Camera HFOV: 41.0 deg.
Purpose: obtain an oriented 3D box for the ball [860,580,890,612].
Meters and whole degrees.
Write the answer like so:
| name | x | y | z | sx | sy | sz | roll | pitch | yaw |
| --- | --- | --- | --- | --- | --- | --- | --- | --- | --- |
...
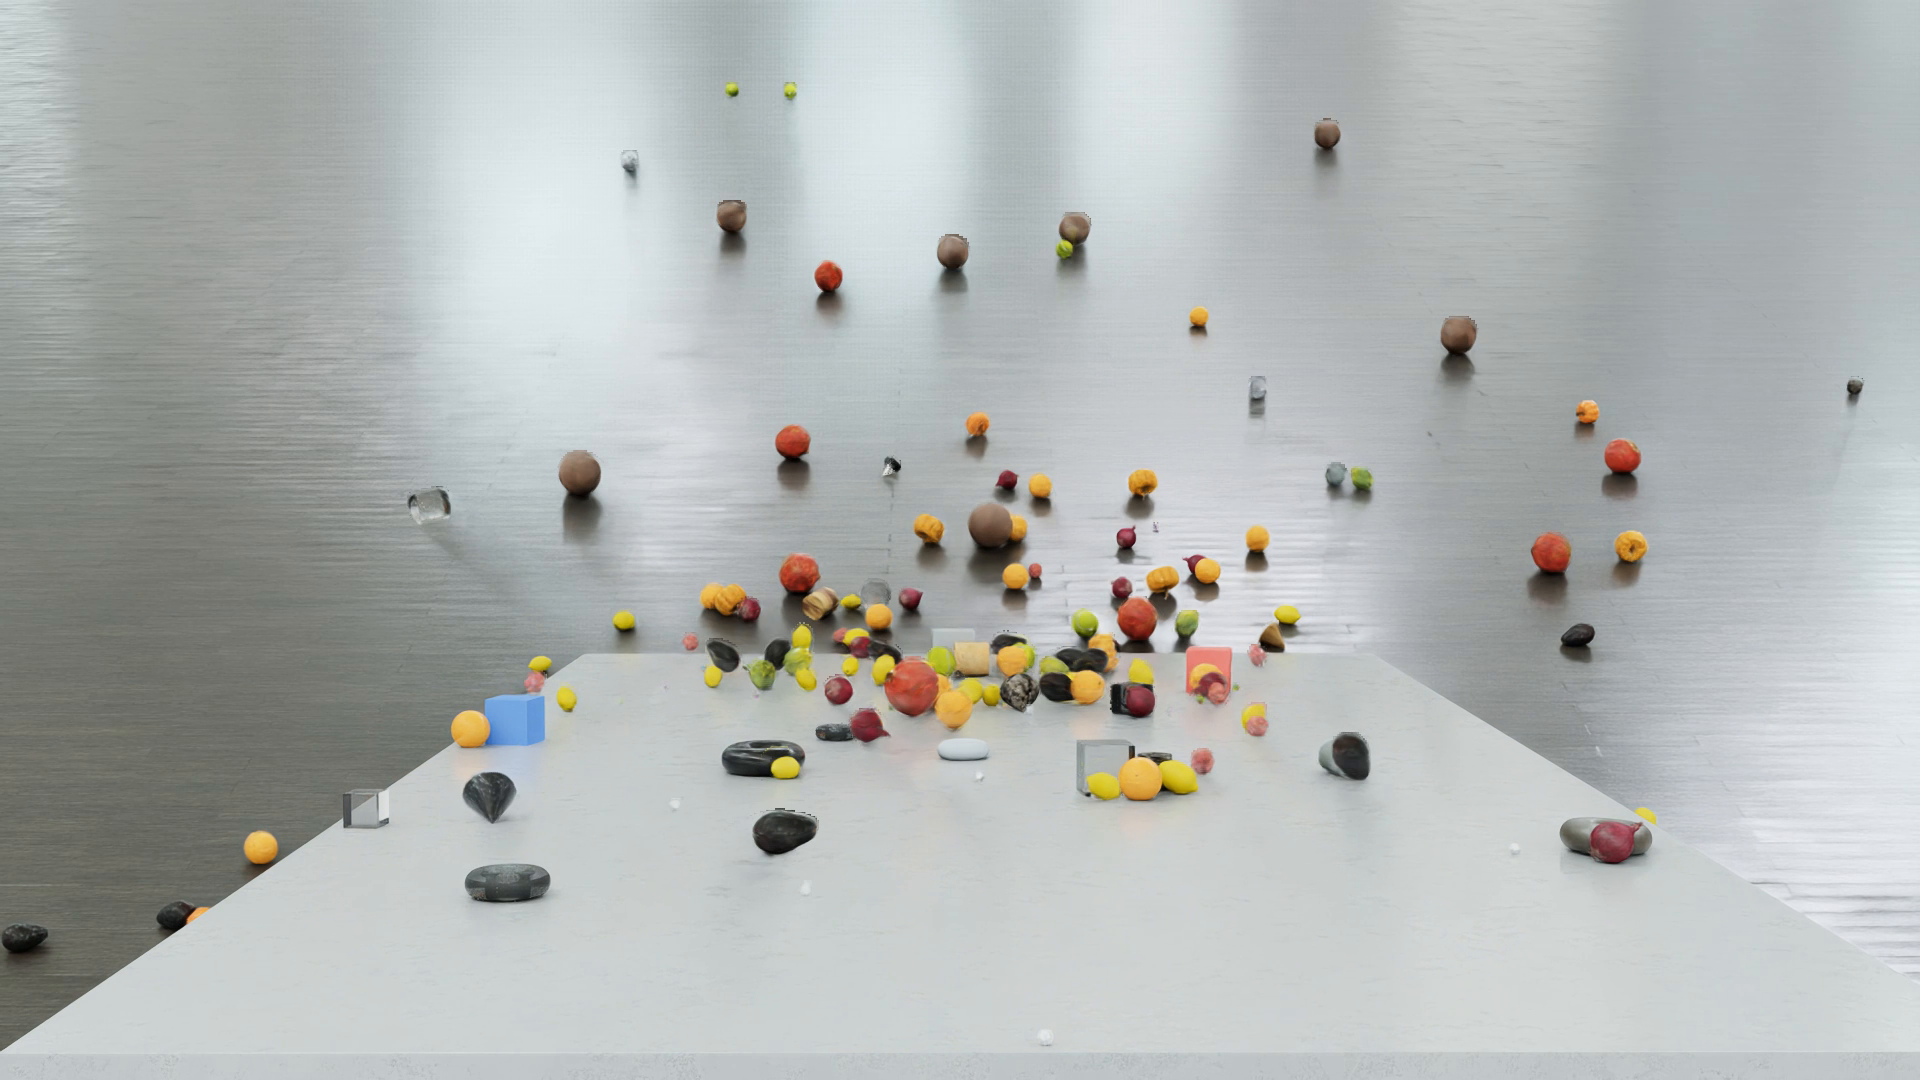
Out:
| name | x | y | z | sx | sy | sz | roll | pitch | yaw |
| --- | --- | --- | --- | --- | --- | --- | --- | --- | --- |
| ball | -0.232 | 0.152 | 7.020 | 0.086 | 0.086 | 0.086 | 0 | 21 | 0 |

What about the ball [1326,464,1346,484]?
| name | x | y | z | sx | sy | sz | roll | pitch | yaw |
| --- | --- | --- | --- | --- | --- | --- | --- | --- | --- |
| ball | 1.163 | -0.202 | 7.966 | 0.062 | 0.062 | 0.062 | 0 | 21 | 0 |

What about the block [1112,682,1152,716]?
| name | x | y | z | sx | sy | sz | roll | pitch | yaw |
| --- | --- | --- | --- | --- | --- | --- | --- | --- | --- |
| block | 0.353 | 0.326 | 5.279 | 0.060 | 0.060 | 0.060 | 3 | 4 | 43 |

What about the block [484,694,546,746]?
| name | x | y | z | sx | sy | sz | roll | pitch | yaw |
| --- | --- | --- | --- | --- | --- | --- | --- | --- | --- |
| block | -0.836 | 0.338 | 4.831 | 0.084 | 0.084 | 0.084 | 1 | 3 | 14 |

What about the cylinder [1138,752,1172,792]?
| name | x | y | z | sx | sy | sz | roll | pitch | yaw |
| --- | --- | --- | --- | --- | --- | --- | --- | --- | --- |
| cylinder | 0.322 | 0.383 | 4.246 | 0.057 | 0.057 | 0.057 | 0 | 3 | 0 |

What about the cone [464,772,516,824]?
| name | x | y | z | sx | sy | sz | roll | pitch | yaw |
| --- | --- | --- | --- | --- | --- | --- | --- | --- | --- |
| cone | -0.718 | 0.411 | 3.934 | 0.081 | 0.081 | 0.081 | -4 | 30 | -11 |

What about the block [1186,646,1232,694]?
| name | x | y | z | sx | sy | sz | roll | pitch | yaw |
| --- | --- | --- | --- | --- | --- | --- | --- | --- | --- |
| block | 0.551 | 0.287 | 5.682 | 0.094 | 0.094 | 0.094 | 0 | 3 | 9 |

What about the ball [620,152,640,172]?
| name | x | y | z | sx | sy | sz | roll | pitch | yaw |
| --- | --- | --- | --- | --- | --- | --- | --- | --- | --- |
| ball | -1.534 | -1.757 | 11.937 | 0.088 | 0.088 | 0.088 | 0 | 21 | 0 |

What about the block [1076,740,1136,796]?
| name | x | y | z | sx | sy | sz | roll | pitch | yaw |
| --- | --- | --- | --- | --- | --- | --- | --- | --- | --- |
| block | 0.238 | 0.373 | 4.207 | 0.082 | 0.082 | 0.082 | 0 | 3 | -7 |

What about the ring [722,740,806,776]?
| name | x | y | z | sx | sy | sz | roll | pitch | yaw |
| --- | --- | --- | --- | --- | --- | --- | --- | --- | --- |
| ring | -0.340 | 0.377 | 4.447 | 0.146 | 0.049 | 0.146 | -1 | 4 | 0 |

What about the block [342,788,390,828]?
| name | x | y | z | sx | sy | sz | roll | pitch | yaw |
| --- | --- | --- | --- | --- | --- | --- | --- | --- | --- |
| block | -0.897 | 0.406 | 3.883 | 0.052 | 0.052 | 0.052 | 0 | 3 | 8 |

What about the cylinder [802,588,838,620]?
| name | x | y | z | sx | sy | sz | roll | pitch | yaw |
| --- | --- | --- | --- | --- | --- | --- | --- | --- | --- |
| cylinder | -0.380 | 0.173 | 6.989 | 0.070 | 0.070 | 0.070 | 13 | 25 | 31 |

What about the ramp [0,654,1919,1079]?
| name | x | y | z | sx | sy | sz | roll | pitch | yaw |
| --- | --- | --- | --- | --- | --- | --- | --- | --- | --- |
| ramp | 0.049 | 0.446 | 4.532 | 2.000 | 0.100 | 4.000 | 0 | 3 | 0 |

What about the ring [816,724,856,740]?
| name | x | y | z | sx | sy | sz | roll | pitch | yaw |
| --- | --- | --- | --- | --- | --- | --- | --- | --- | --- |
| ring | -0.235 | 0.365 | 4.875 | 0.079 | 0.026 | 0.079 | 1 | 2 | 0 |

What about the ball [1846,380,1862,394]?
| name | x | y | z | sx | sy | sz | roll | pitch | yaw |
| --- | --- | --- | --- | --- | --- | --- | --- | --- | --- |
| ball | 3.067 | -0.525 | 8.811 | 0.052 | 0.052 | 0.052 | 0 | 21 | 0 |

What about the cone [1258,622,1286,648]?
| name | x | y | z | sx | sy | sz | roll | pitch | yaw |
| --- | --- | --- | --- | --- | --- | --- | --- | --- | --- |
| cone | 0.837 | 0.267 | 6.801 | 0.068 | 0.068 | 0.068 | 42 | 39 | 21 |

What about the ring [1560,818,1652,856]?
| name | x | y | z | sx | sy | sz | roll | pitch | yaw |
| --- | --- | --- | --- | --- | --- | --- | --- | --- | --- |
| ring | 0.919 | 0.422 | 3.658 | 0.129 | 0.043 | 0.129 | 3 | 1 | 0 |

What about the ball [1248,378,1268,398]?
| name | x | y | z | sx | sy | sz | roll | pitch | yaw |
| --- | --- | --- | --- | --- | --- | --- | --- | --- | --- |
| ball | 1.017 | -0.519 | 8.776 | 0.067 | 0.067 | 0.067 | 0 | 21 | 0 |

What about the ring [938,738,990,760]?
| name | x | y | z | sx | sy | sz | roll | pitch | yaw |
| --- | --- | --- | --- | --- | --- | --- | --- | --- | --- |
| ring | 0.006 | 0.376 | 4.617 | 0.094 | 0.031 | 0.094 | -1 | 4 | 0 |

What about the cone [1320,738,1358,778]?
| name | x | y | z | sx | sy | sz | roll | pitch | yaw |
| --- | --- | --- | --- | --- | --- | --- | --- | --- | --- |
| cone | 0.652 | 0.388 | 4.404 | 0.067 | 0.067 | 0.067 | 1 | 38 | 3 |

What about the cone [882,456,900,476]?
| name | x | y | z | sx | sy | sz | roll | pitch | yaw |
| --- | --- | --- | --- | --- | --- | --- | --- | --- | --- |
| cone | -0.227 | -0.219 | 8.058 | 0.059 | 0.059 | 0.059 | 16 | 53 | 36 |

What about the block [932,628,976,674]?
| name | x | y | z | sx | sy | sz | roll | pitch | yaw |
| --- | --- | --- | --- | --- | --- | --- | --- | --- | --- |
| block | -0.016 | 0.263 | 6.078 | 0.100 | 0.100 | 0.100 | 0 | 3 | -3 |

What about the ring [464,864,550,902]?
| name | x | y | z | sx | sy | sz | roll | pitch | yaw |
| --- | --- | --- | --- | --- | --- | --- | --- | --- | --- |
| ring | -0.586 | 0.444 | 3.331 | 0.111 | 0.037 | 0.111 | -1 | 2 | 0 |

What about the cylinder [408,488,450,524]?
| name | x | y | z | sx | sy | sz | roll | pitch | yaw |
| --- | --- | --- | --- | --- | --- | --- | --- | --- | --- |
| cylinder | -1.581 | -0.102 | 7.661 | 0.093 | 0.093 | 0.093 | -15 | 26 | -31 |

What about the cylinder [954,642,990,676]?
| name | x | y | z | sx | sy | sz | roll | pitch | yaw |
| --- | --- | --- | --- | --- | --- | --- | --- | --- | --- |
| cylinder | 0.027 | 0.278 | 5.992 | 0.079 | 0.079 | 0.079 | 0 | 21 | -4 |
